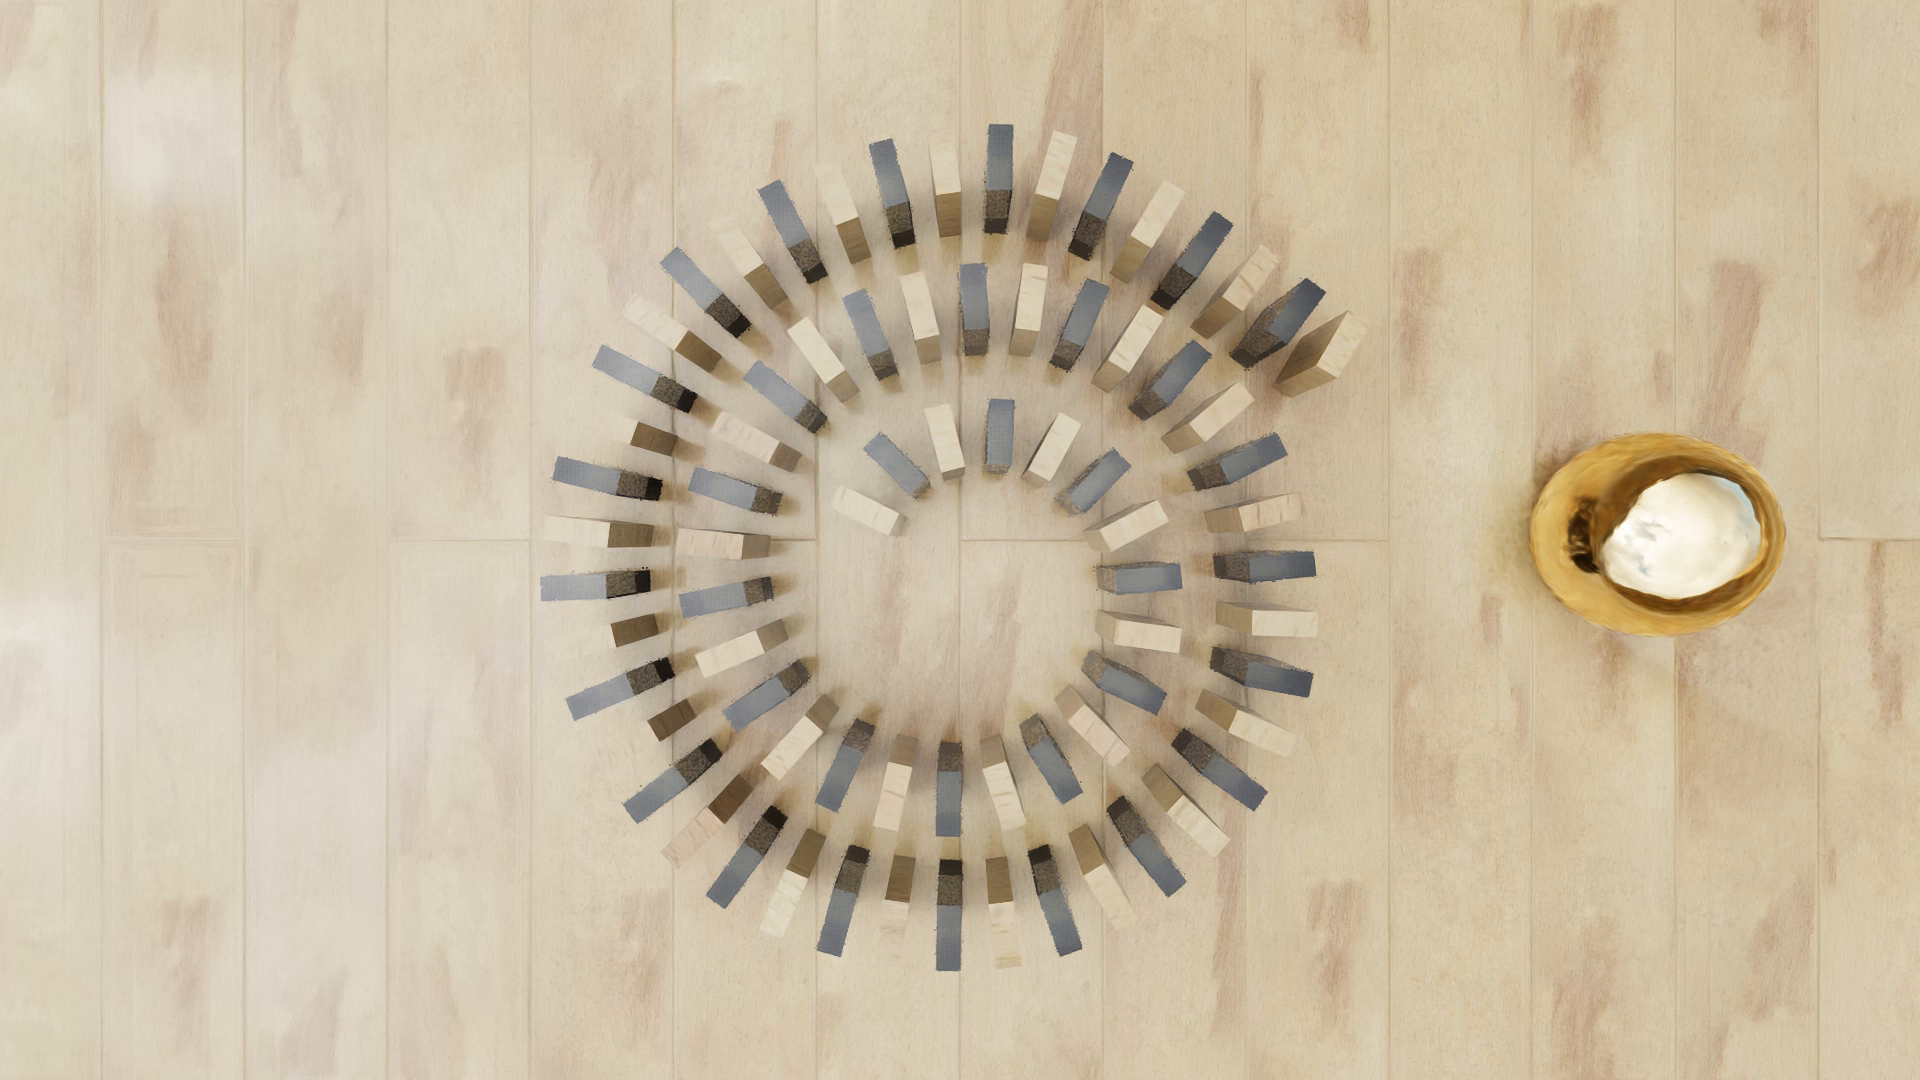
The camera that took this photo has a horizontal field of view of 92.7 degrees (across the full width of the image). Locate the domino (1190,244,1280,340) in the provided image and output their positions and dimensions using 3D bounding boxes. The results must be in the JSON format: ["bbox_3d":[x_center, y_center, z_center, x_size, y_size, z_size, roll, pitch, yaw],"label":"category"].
[{"bbox_3d":[0.111,-0.100,0.375,0.010,0.050,0.025,36,90,0],"label":"domino"}]

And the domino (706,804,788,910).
[{"bbox_3d":[-0.086,0.128,0.375,0.009,0.050,0.025,36,90,0],"label":"domino"}]

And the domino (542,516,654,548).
[{"bbox_3d":[-0.147,-0.003,0.375,0.025,0.050,0.009,7,90,0],"label":"domino"}]

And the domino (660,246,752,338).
[{"bbox_3d":[-0.103,-0.100,0.375,0.009,0.050,0.025,-44,90,0],"label":"domino"}]

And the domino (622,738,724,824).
[{"bbox_3d":[-0.116,0.097,0.375,0.025,0.050,0.009,-36,90,0],"label":"domino"}]

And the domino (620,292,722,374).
[{"bbox_3d":[-0.117,-0.084,0.375,0.025,0.050,0.009,35,90,0],"label":"domino"}]

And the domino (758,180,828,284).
[{"bbox_3d":[-0.067,-0.125,0.375,0.010,0.050,0.025,-27,90,0],"label":"domino"}]

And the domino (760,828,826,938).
[{"bbox_3d":[-0.067,0.139,0.375,0.010,0.050,0.025,24,90,0],"label":"domino"}]

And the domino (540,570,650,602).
[{"bbox_3d":[-0.148,0.018,0.375,0.025,0.050,0.009,-2,90,0],"label":"domino"}]

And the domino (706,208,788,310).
[{"bbox_3d":[-0.086,-0.114,0.375,0.010,0.050,0.025,-34,90,0],"label":"domino"}]

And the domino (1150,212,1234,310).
[{"bbox_3d":[0.094,-0.113,0.375,0.010,0.050,0.025,35,90,0],"label":"domino"}]

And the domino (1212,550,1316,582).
[{"bbox_3d":[0.123,0.010,0.375,0.025,0.050,0.009,-6,90,0],"label":"domino"}]

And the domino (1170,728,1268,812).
[{"bbox_3d":[0.105,0.093,0.375,0.025,0.050,0.010,35,90,0],"label":"domino"}]

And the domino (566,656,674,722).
[{"bbox_3d":[-0.138,0.060,0.375,0.025,0.050,0.009,-23,90,0],"label":"domino"}]

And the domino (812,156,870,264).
[{"bbox_3d":[-0.048,-0.134,0.375,0.009,0.050,0.025,-21,90,0],"label":"domino"}]

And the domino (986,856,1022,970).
[{"bbox_3d":[0.017,0.151,0.375,0.010,0.050,0.025,-7,90,0],"label":"domino"}]

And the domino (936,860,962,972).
[{"bbox_3d":[-0.004,0.152,0.375,0.010,0.050,0.025,1,90,0],"label":"domino"}]

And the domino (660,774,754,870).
[{"bbox_3d":[-0.102,0.114,0.375,0.025,0.050,0.010,-44,90,0],"label":"domino"}]

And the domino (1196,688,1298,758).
[{"bbox_3d":[0.116,0.074,0.375,0.025,0.050,0.009,24,90,0],"label":"domino"}]

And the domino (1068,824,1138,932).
[{"bbox_3d":[0.058,0.137,0.375,0.010,0.050,0.025,-31,90,0],"label":"domino"}]

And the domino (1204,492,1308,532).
[{"bbox_3d":[0.120,-0.011,0.375,0.025,0.050,0.010,-14,90,0],"label":"domino"}]

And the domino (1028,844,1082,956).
[{"bbox_3d":[0.038,0.146,0.375,0.009,0.050,0.025,-20,90,0],"label":"domino"}]

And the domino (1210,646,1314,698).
[{"bbox_3d":[0.122,0.053,0.375,0.025,0.050,0.009,11,90,0],"label":"domino"}]

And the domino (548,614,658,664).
[{"bbox_3d":[-0.145,0.040,0.375,0.025,0.050,0.009,-14,90,0],"label":"domino"}]

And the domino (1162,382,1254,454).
[{"bbox_3d":[0.100,-0.049,0.375,0.025,0.050,0.009,-40,90,0],"label":"domino"}]

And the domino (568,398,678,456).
[{"bbox_3d":[-0.136,-0.045,0.375,0.025,0.050,0.009,20,90,0],"label":"domino"}]

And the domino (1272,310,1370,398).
[{"bbox_3d":[0.147,-0.075,0.375,0.009,0.050,0.025,31,90,0],"label":"domino"}]

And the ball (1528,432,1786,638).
[{"bbox_3d":[0.271,-0.002,0.360,0.080,0.080,0.080,0,90,0],"label":"ball"}]

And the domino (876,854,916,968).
[{"bbox_3d":[-0.026,0.150,0.375,0.009,0.050,0.025,8,90,0],"label":"domino"}]

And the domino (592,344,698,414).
[{"bbox_3d":[-0.128,-0.065,0.375,0.025,0.050,0.010,27,90,0],"label":"domino"}]

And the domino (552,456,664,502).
[{"bbox_3d":[-0.143,-0.025,0.375,0.025,0.050,0.009,14,90,0],"label":"domino"}]

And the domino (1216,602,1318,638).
[{"bbox_3d":[0.124,0.032,0.375,0.025,0.050,0.009,2,90,0],"label":"domino"}]

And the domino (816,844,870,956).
[{"bbox_3d":[-0.047,0.146,0.375,0.009,0.050,0.025,15,90,0],"label":"domino"}]

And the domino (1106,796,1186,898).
[{"bbox_3d":[0.075,0.124,0.375,0.009,0.050,0.025,-39,90,0],"label":"domino"}]

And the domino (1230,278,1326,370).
[{"bbox_3d":[0.129,-0.087,0.375,0.009,0.050,0.025,37,90,0],"label":"domino"}]

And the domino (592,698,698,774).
[{"bbox_3d":[-0.128,0.079,0.375,0.025,0.050,0.009,-30,90,0],"label":"domino"}]

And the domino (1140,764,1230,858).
[{"bbox_3d":[0.091,0.109,0.375,0.025,0.050,0.010,44,90,0],"label":"domino"}]

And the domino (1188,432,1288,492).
[{"bbox_3d":[0.112,-0.031,0.375,0.025,0.050,0.010,-27,90,0],"label":"domino"}]
